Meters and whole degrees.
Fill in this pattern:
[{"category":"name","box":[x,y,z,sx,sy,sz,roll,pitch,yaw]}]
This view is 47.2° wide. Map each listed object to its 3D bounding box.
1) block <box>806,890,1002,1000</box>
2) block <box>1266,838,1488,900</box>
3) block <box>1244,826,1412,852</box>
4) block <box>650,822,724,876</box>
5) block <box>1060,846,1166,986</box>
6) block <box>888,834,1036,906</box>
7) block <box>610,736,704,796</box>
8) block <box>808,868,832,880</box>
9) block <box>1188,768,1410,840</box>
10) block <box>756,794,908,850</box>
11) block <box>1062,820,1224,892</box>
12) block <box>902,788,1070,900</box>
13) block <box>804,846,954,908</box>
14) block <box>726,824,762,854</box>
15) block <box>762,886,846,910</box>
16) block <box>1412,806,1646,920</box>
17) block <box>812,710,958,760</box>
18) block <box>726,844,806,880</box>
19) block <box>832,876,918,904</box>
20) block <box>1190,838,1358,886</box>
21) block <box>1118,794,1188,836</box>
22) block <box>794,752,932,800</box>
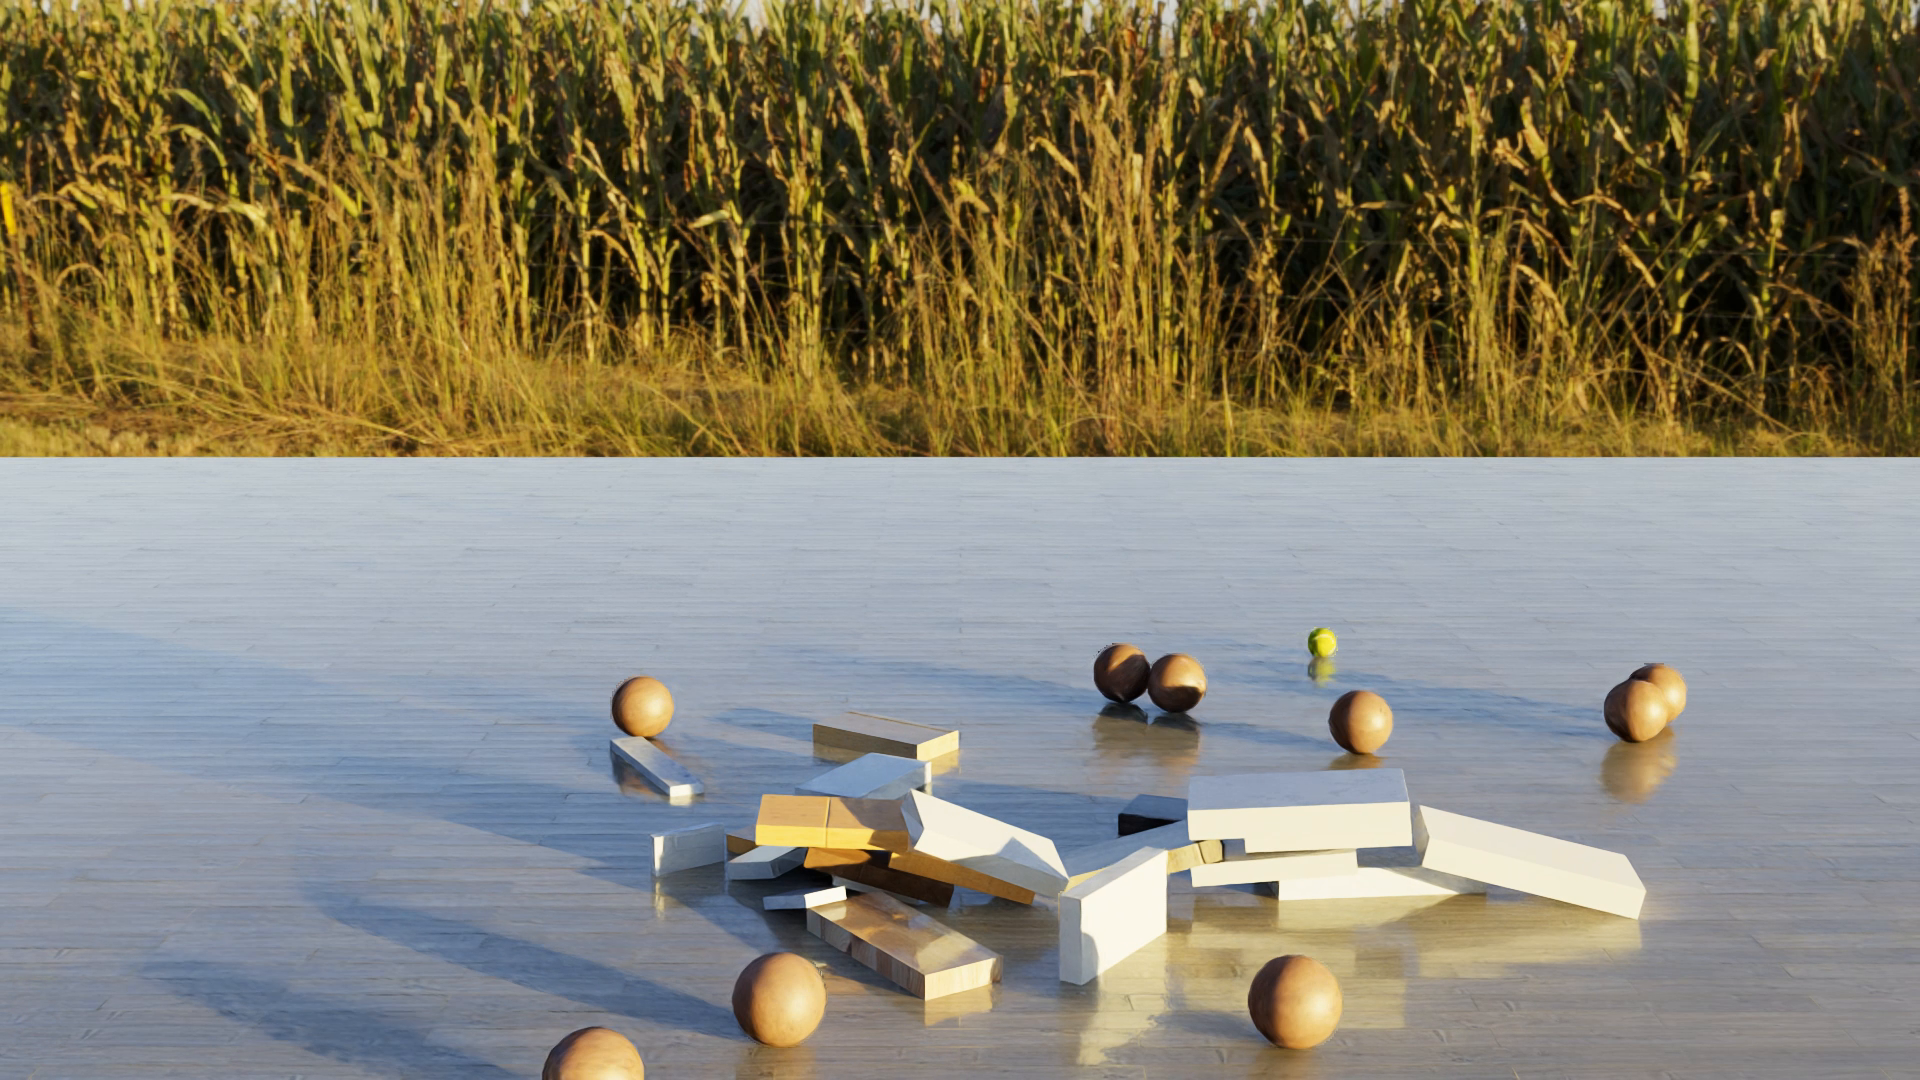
[{"category":"block","box":[-0.090,0.621,3.393,0.137,0.039,0.347,-7,13,-33]},{"category":"block","box":[0.695,0.552,3.738,0.354,0.050,0.177,-1,11,-6]},{"category":"block","box":[0.607,0.471,3.648,0.268,0.038,0.134,-4,12,7]},{"category":"block","box":[-0.471,0.532,3.797,0.135,0.067,0.019,-8,13,-35]},{"category":"block","box":[0.238,0.575,3.381,0.038,0.135,0.269,6,12,32]},{"category":"block","box":[0.003,0.533,3.653,0.246,0.035,0.123,16,16,-7]},{"category":"block","box":[-0.607,0.448,4.380,0.067,0.019,0.374,-5,12,-26]},{"category":"block","box":[-0.178,0.534,3.813,0.105,0.030,0.210,-11,6,19]},{"category":"block","box":[0.557,0.435,3.629,0.354,0.050,0.177,-3,12,8]},{"category":"block","box":[-0.207,0.465,3.621,0.246,0.035,0.123,2,17,-1]},{"category":"block","box":[0.303,0.527,3.666,0.268,0.038,0.134,-17,9,11]},{"category":"block","box":[0.041,0.499,3.607,0.269,0.038,0.135,22,16,-19]},{"category":"block","box":[-0.132,0.533,3.635,0.246,0.035,0.123,17,16,-4]},{"category":"block","box":[-0.307,0.525,3.938,0.105,0.030,0.210,8,13,37]},{"category":"block","box":[-0.252,0.579,3.552,0.073,0.021,0.146,-7,-6,-33]},{"category":"block","box":[0.936,0.531,3.641,0.354,0.050,0.177,13,12,4]},{"category":"block","box":[-0.155,0.406,4.554,0.275,0.039,0.137,8,13,36]},{"category":"block","box":[-0.292,0.534,3.783,0.105,0.030,0.210,-9,7,39]},{"category":"block","box":[-0.139,0.561,3.634,0.146,0.021,0.073,15,16,-10]},{"category":"block","box":[0.521,0.524,3.650,0.268,0.038,0.134,-6,11,9]},{"category":"block","box":[0.436,0.511,3.988,0.269,0.038,0.135,4,11,20]},{"category":"block","box":[-0.184,0.468,4.217,0.137,0.039,0.275,6,12,29]}]
